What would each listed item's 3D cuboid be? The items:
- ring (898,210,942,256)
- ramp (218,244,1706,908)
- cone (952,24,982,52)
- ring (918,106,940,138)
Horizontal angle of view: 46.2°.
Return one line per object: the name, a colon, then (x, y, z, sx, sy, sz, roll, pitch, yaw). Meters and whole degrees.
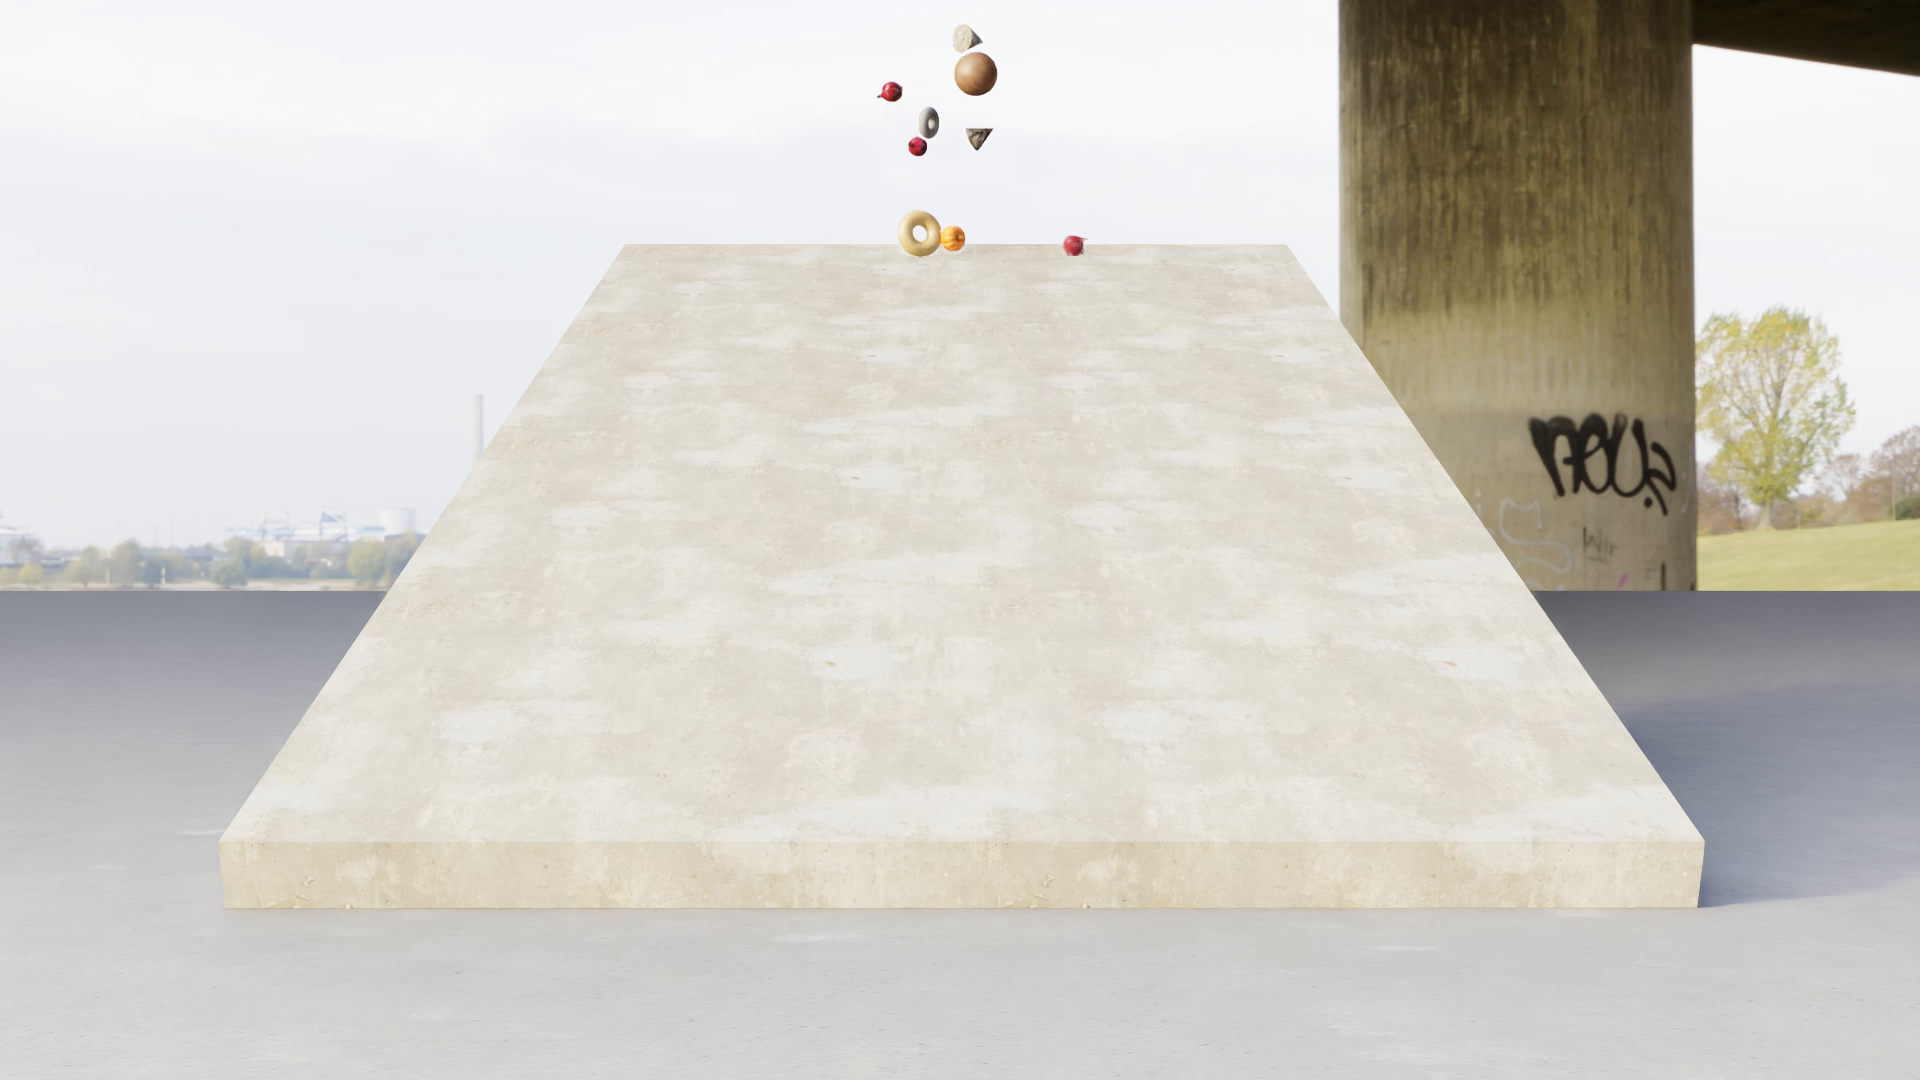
ring: (-0.119, -0.904, 6.635, 0.139, 0.139, 0.046, 0, -3, -23)
ramp: (-0.004, -0.197, 4.935, 2.000, 0.100, 4.000, 0, 19, 0)
cone: (0.036, -1.389, 6.255, 0.082, 0.082, 0.082, -1, 0, -43)
ring: (-0.089, -1.187, 6.403, 0.031, 0.092, 0.092, 8, 3, 29)
